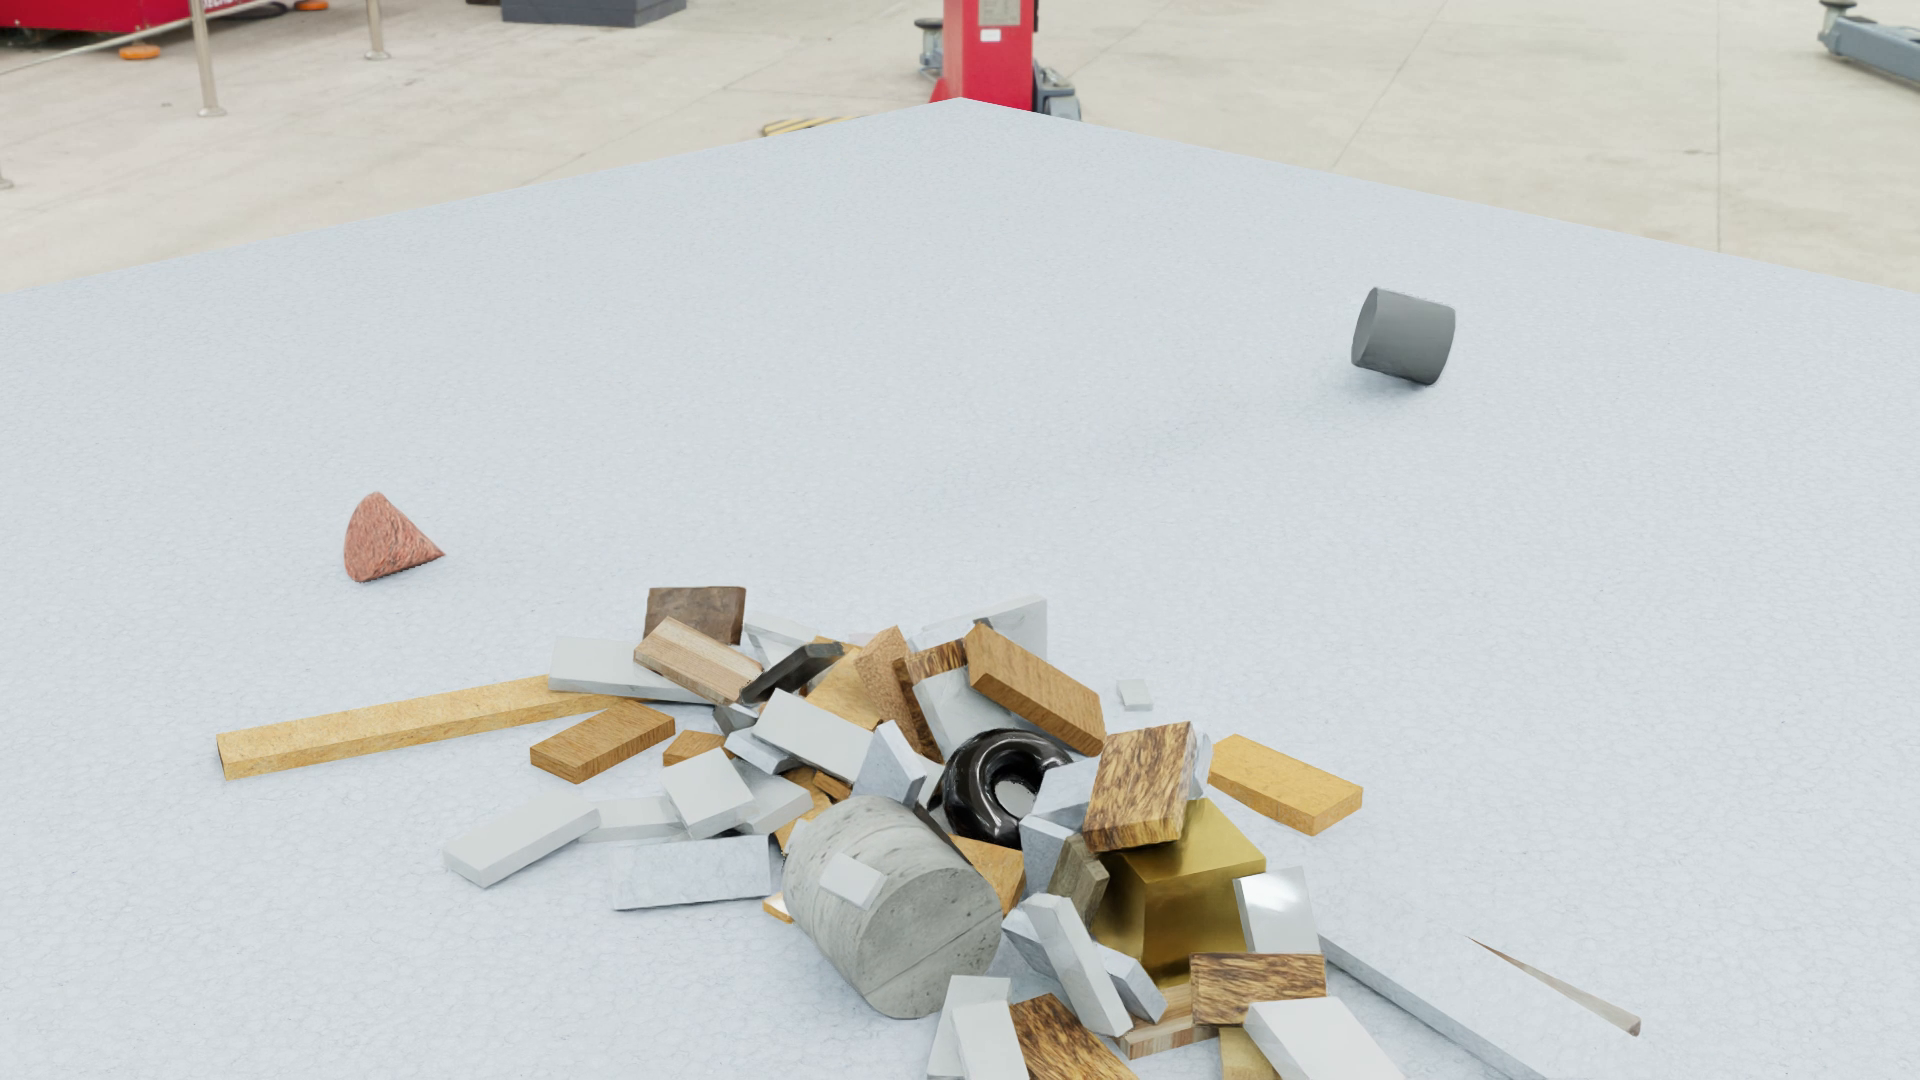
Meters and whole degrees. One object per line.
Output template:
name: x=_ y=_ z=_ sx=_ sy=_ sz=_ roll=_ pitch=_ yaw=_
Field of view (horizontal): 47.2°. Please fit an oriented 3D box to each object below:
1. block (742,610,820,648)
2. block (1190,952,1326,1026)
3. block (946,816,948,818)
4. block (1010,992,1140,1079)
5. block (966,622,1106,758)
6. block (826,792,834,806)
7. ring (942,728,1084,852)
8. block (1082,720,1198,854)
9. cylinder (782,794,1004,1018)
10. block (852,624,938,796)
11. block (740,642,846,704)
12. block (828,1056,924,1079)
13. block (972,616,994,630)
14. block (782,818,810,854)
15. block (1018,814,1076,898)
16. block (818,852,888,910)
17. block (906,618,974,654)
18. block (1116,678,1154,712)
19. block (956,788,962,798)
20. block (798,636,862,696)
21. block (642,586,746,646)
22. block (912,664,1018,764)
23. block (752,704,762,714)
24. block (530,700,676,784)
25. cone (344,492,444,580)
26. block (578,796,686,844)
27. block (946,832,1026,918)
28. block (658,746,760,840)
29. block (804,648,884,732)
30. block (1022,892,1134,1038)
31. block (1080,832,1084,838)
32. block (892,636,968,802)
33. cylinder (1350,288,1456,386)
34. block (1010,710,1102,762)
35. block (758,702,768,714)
block: x=-0.402 y=0.206 z=4.967 sx=0.159 sy=0.023 sz=0.080 roll=17 pitch=22 yaw=7
block: x=0.511 y=0.768 z=3.755 sx=0.235 sy=0.117 sz=0.033 roll=4 pitch=-18 yaw=-16
block: x=0.008 y=0.553 z=4.374 sx=0.013 sy=0.047 sz=0.094 roll=-37 pitch=-3 yaw=21
block: x=0.164 y=0.865 z=3.671 sx=0.143 sy=0.040 sz=0.285 roll=-12 pitch=26 yaw=-26
block: x=0.157 y=0.308 z=4.494 sx=0.327 sy=0.046 sz=0.163 roll=32 pitch=27 yaw=-25
block: x=-0.264 y=0.554 z=4.420 sx=0.095 sy=0.027 sz=0.191 roll=-1 pitch=23 yaw=-2
ring: x=0.114 y=0.508 z=4.300 sx=0.315 sy=0.105 sz=0.315 roll=14 pitch=48 yaw=-16
block: x=0.329 y=0.444 z=3.988 sx=0.165 sy=0.047 sz=0.330 roll=-12 pitch=23 yaw=17
cylinder: x=-0.122 y=0.642 z=3.879 sx=0.289 sy=0.289 sz=0.289 roll=-13 pitch=26 yaw=-27
block: x=-0.103 y=0.353 z=4.524 sx=0.046 sy=0.325 sz=0.162 roll=-22 pitch=11 yaw=24
block: x=-0.350 y=0.278 z=4.595 sx=0.108 sy=0.031 sz=0.216 roll=-2 pitch=-27 yaw=-49
block: x=-0.123 y=0.905 z=3.592 sx=0.190 sy=0.027 sz=0.095 roll=11 pitch=25 yaw=23
block: x=0.045 y=0.313 z=4.757 sx=0.145 sy=0.041 sz=0.290 roll=-12 pitch=63 yaw=-26
block: x=-0.262 y=0.597 z=4.232 sx=0.144 sy=0.072 sz=0.020 roll=22 pitch=-9 yaw=19
block: x=0.170 y=0.610 z=4.053 sx=0.105 sy=0.210 sz=0.030 roll=16 pitch=39 yaw=33
block: x=-0.183 y=0.579 z=3.740 sx=0.130 sy=0.018 sz=0.065 roll=16 pitch=70 yaw=50
block: x=0.028 y=0.330 z=4.668 sx=0.162 sy=0.046 sz=0.325 roll=-16 pitch=66 yaw=-36
block: x=0.391 y=0.347 z=4.920 sx=0.061 sy=0.017 sz=0.122 roll=-2 pitch=23 yaw=-5
block: x=0.033 y=0.524 z=4.422 sx=0.013 sy=0.094 sz=0.047 roll=-39 pitch=9 yaw=31
block: x=-0.281 y=0.286 z=4.816 sx=0.112 sy=0.032 sz=0.223 roll=15 pitch=25 yaw=-2
block: x=-0.616 y=0.177 z=5.094 sx=0.266 sy=0.133 sz=0.038 roll=-2 pitch=-13 yaw=34
block: x=0.045 y=0.415 z=4.431 sx=0.163 sy=0.327 sz=0.046 roll=-16 pitch=-14 yaw=-35
block: x=-0.429 y=0.388 z=4.821 sx=0.070 sy=0.020 sz=0.140 roll=15 pitch=27 yaw=32
block: x=-0.762 y=0.429 z=4.698 sx=0.143 sy=0.040 sz=0.285 roll=17 pitch=29 yaw=35
cone: x=-1.407 y=0.014 z=5.597 sx=0.228 sy=0.228 sz=0.228 roll=16 pitch=8 yaw=-43
block: x=-0.653 y=0.558 z=4.405 sx=0.222 sy=0.031 sz=0.111 roll=-4 pitch=23 yaw=-9
block: x=0.001 y=0.627 z=4.154 sx=0.249 sy=0.035 sz=0.125 roll=11 pitch=61 yaw=24
block: x=-0.503 y=0.504 z=4.380 sx=0.138 sy=0.039 sz=0.276 roll=-21 pitch=23 yaw=-14
block: x=-0.207 y=0.325 z=4.567 sx=0.156 sy=0.044 sz=0.312 roll=20 pitch=23 yaw=11
block: x=0.194 y=0.704 z=3.651 sx=0.034 sy=0.243 sz=0.121 roll=-30 pitch=8 yaw=-23
block: x=0.295 y=0.587 z=4.356 sx=0.122 sy=0.017 sz=0.061 roll=-14 pitch=27 yaw=-30
block: x=-0.008 y=0.376 z=4.495 sx=0.162 sy=0.325 sz=0.046 roll=-16 pitch=-6 yaw=-35
cylinder: x=1.383 y=-0.635 z=6.868 sx=0.251 sy=0.251 sz=0.251 roll=14 pitch=23 yaw=-3
block: x=0.222 y=0.452 z=4.530 sx=0.163 sy=0.046 sz=0.327 roll=-13 pitch=41 yaw=-29
block: x=-0.363 y=0.385 z=4.635 sx=0.114 sy=0.032 sz=0.228 roll=31 pitch=-4 yaw=-7
